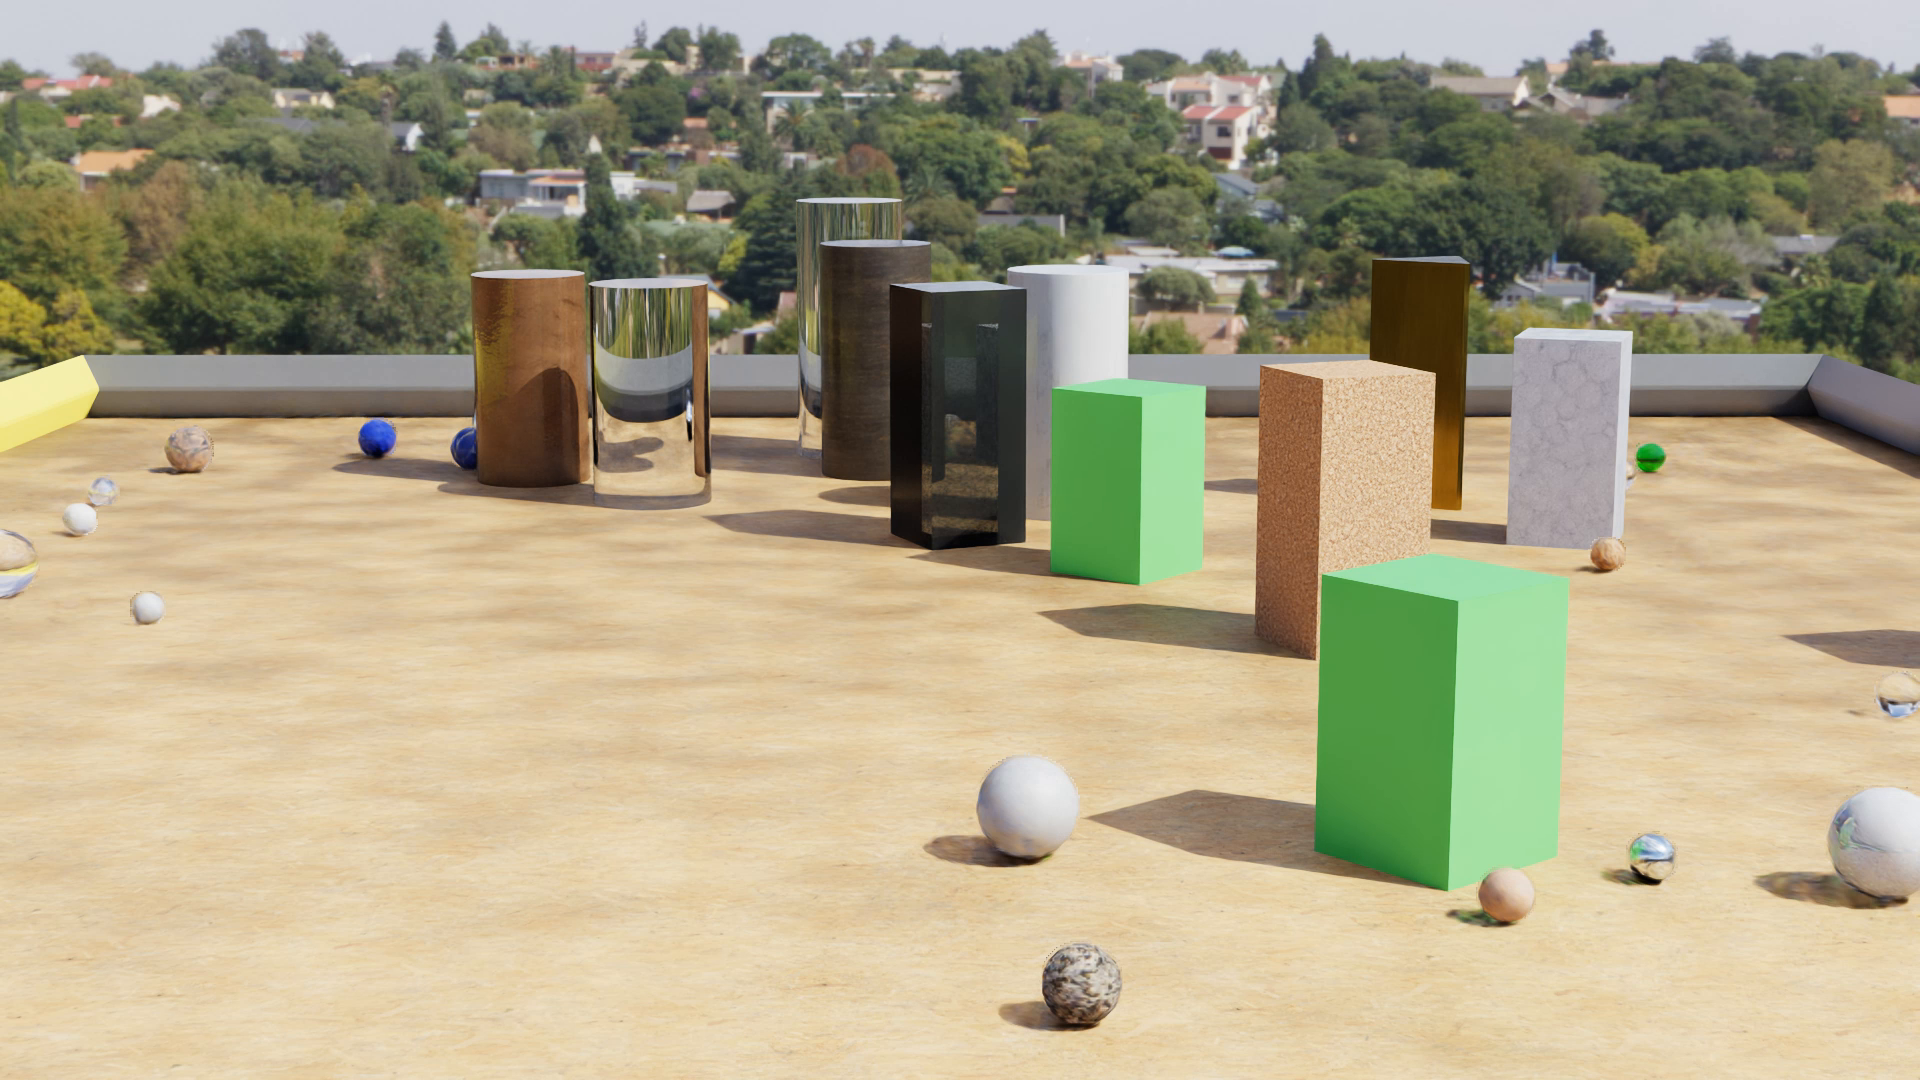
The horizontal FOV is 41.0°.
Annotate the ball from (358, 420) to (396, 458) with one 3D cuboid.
[{"bbox_3d":[-1.096,-0.191,4.824,0.071,0.071,0.071,0,10,0],"label":"ball"}]

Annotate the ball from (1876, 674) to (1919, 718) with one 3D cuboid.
[{"bbox_3d":[1.062,0.176,2.901,0.050,0.050,0.050,0,10,0],"label":"ball"}]

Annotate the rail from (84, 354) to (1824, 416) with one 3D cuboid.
[{"bbox_3d":[-0.011,-0.320,5.356,3.645,0.129,0.045,0,10,0],"label":"rail"}]

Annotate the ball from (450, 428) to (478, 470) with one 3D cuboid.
[{"bbox_3d":[-0.882,-0.165,4.638,0.078,0.078,0.078,0,10,0],"label":"ball"}]

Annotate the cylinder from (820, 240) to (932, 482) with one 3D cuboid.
[{"bbox_3d":[-0.151,-0.326,4.611,0.199,0.414,0.199,0,10,0],"label":"cylinder"}]

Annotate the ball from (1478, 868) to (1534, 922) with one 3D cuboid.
[{"bbox_3d":[0.470,0.305,2.208,0.047,0.047,0.047,0,10,0],"label":"ball"}]

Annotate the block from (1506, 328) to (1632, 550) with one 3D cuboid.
[{"bbox_3d":[0.942,-0.158,3.964,0.159,0.320,0.159,4,11,20],"label":"block"}]

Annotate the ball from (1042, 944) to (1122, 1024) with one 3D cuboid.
[{"bbox_3d":[0.094,0.341,1.973,0.062,0.062,0.062,0,10,0],"label":"ball"}]

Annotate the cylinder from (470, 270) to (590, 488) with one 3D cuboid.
[{"bbox_3d":[-0.760,-0.288,4.544,0.199,0.365,0.199,0,10,0],"label":"cylinder"}]

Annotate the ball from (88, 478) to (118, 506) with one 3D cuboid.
[{"bbox_3d":[-1.433,-0.080,4.290,0.048,0.048,0.048,0,10,0],"label":"ball"}]

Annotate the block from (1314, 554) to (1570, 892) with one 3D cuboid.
[{"bbox_3d":[0.445,0.163,2.377,0.159,0.265,0.159,-9,14,-40],"label":"block"}]

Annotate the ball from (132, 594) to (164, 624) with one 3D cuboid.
[{"bbox_3d":[-1.071,0.091,3.384,0.041,0.041,0.041,0,10,0],"label":"ball"}]

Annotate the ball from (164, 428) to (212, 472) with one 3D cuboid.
[{"bbox_3d":[-1.397,-0.163,4.647,0.082,0.082,0.082,0,10,0],"label":"ball"}]

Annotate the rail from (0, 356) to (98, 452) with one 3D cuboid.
[{"bbox_3d":[-1.799,0.035,3.439,0.045,0.129,3.927,0,10,0],"label":"rail"}]

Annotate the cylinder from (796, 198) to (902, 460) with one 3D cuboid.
[{"bbox_3d":[-0.207,-0.400,4.840,0.199,0.477,0.199,0,10,0],"label":"cylinder"}]

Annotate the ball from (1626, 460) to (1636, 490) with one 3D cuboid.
[{"bbox_3d":[1.137,-0.112,4.433,0.059,0.059,0.059,0,10,0],"label":"ball"}]

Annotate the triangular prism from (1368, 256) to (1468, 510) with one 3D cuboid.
[{"bbox_3d":[0.799,-0.269,4.323,0.172,0.408,0.149,7,13,34],"label":"triangular prism"}]

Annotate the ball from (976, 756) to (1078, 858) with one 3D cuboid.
[{"bbox_3d":[0.063,0.249,2.384,0.095,0.095,0.095,0,10,0],"label":"ball"}]

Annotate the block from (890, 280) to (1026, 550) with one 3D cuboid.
[{"bbox_3d":[-0.004,-0.196,3.970,0.159,0.392,0.159,-5,12,-24],"label":"block"}]

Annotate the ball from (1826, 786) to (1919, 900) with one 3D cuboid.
[{"bbox_3d":[0.819,0.268,2.268,0.099,0.099,0.099,0,10,0],"label":"ball"}]

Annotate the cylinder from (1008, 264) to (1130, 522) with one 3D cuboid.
[{"bbox_3d":[0.176,-0.244,4.209,0.199,0.400,0.199,0,10,0],"label":"cylinder"}]

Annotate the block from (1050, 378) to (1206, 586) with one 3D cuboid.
[{"bbox_3d":[0.244,-0.088,3.725,0.159,0.269,0.159,8,13,38],"label":"block"}]

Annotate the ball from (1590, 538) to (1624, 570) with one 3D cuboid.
[{"bbox_3d":[0.945,0.022,3.742,0.047,0.047,0.047,0,10,0],"label":"ball"}]

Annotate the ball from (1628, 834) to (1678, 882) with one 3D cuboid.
[{"bbox_3d":[0.626,0.287,2.318,0.043,0.043,0.043,0,10,0],"label":"ball"}]

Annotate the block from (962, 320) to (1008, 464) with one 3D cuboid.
[{"bbox_3d":[0.113,-0.283,4.831,0.159,0.249,0.159,-5,12,-27],"label":"block"}]

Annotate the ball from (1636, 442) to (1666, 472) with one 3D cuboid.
[{"bbox_3d":[1.251,-0.149,4.649,0.053,0.053,0.053,0,10,0],"label":"ball"}]

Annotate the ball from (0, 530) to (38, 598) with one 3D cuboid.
[{"bbox_3d":[-1.327,0.033,3.557,0.093,0.093,0.093,0,10,0],"label":"ball"}]

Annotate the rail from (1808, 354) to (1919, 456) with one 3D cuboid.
[{"bbox_3d":[1.799,0.031,3.459,0.045,0.129,3.927,0,10,0],"label":"rail"}]

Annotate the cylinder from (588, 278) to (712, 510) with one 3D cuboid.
[{"bbox_3d":[-0.520,-0.248,4.317,0.199,0.368,0.199,0,10,0],"label":"cylinder"}]

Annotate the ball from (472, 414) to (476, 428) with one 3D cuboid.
[{"bbox_3d":[-0.905,-0.221,4.963,0.079,0.079,0.079,0,10,0],"label":"ball"}]

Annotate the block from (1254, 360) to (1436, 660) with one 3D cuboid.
[{"bbox_3d":[0.485,-0.042,3.249,0.159,0.351,0.159,-4,11,-22],"label":"block"}]

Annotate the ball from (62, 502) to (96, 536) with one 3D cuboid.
[{"bbox_3d":[-1.381,-0.033,4.027,0.051,0.051,0.051,0,10,0],"label":"ball"}]
